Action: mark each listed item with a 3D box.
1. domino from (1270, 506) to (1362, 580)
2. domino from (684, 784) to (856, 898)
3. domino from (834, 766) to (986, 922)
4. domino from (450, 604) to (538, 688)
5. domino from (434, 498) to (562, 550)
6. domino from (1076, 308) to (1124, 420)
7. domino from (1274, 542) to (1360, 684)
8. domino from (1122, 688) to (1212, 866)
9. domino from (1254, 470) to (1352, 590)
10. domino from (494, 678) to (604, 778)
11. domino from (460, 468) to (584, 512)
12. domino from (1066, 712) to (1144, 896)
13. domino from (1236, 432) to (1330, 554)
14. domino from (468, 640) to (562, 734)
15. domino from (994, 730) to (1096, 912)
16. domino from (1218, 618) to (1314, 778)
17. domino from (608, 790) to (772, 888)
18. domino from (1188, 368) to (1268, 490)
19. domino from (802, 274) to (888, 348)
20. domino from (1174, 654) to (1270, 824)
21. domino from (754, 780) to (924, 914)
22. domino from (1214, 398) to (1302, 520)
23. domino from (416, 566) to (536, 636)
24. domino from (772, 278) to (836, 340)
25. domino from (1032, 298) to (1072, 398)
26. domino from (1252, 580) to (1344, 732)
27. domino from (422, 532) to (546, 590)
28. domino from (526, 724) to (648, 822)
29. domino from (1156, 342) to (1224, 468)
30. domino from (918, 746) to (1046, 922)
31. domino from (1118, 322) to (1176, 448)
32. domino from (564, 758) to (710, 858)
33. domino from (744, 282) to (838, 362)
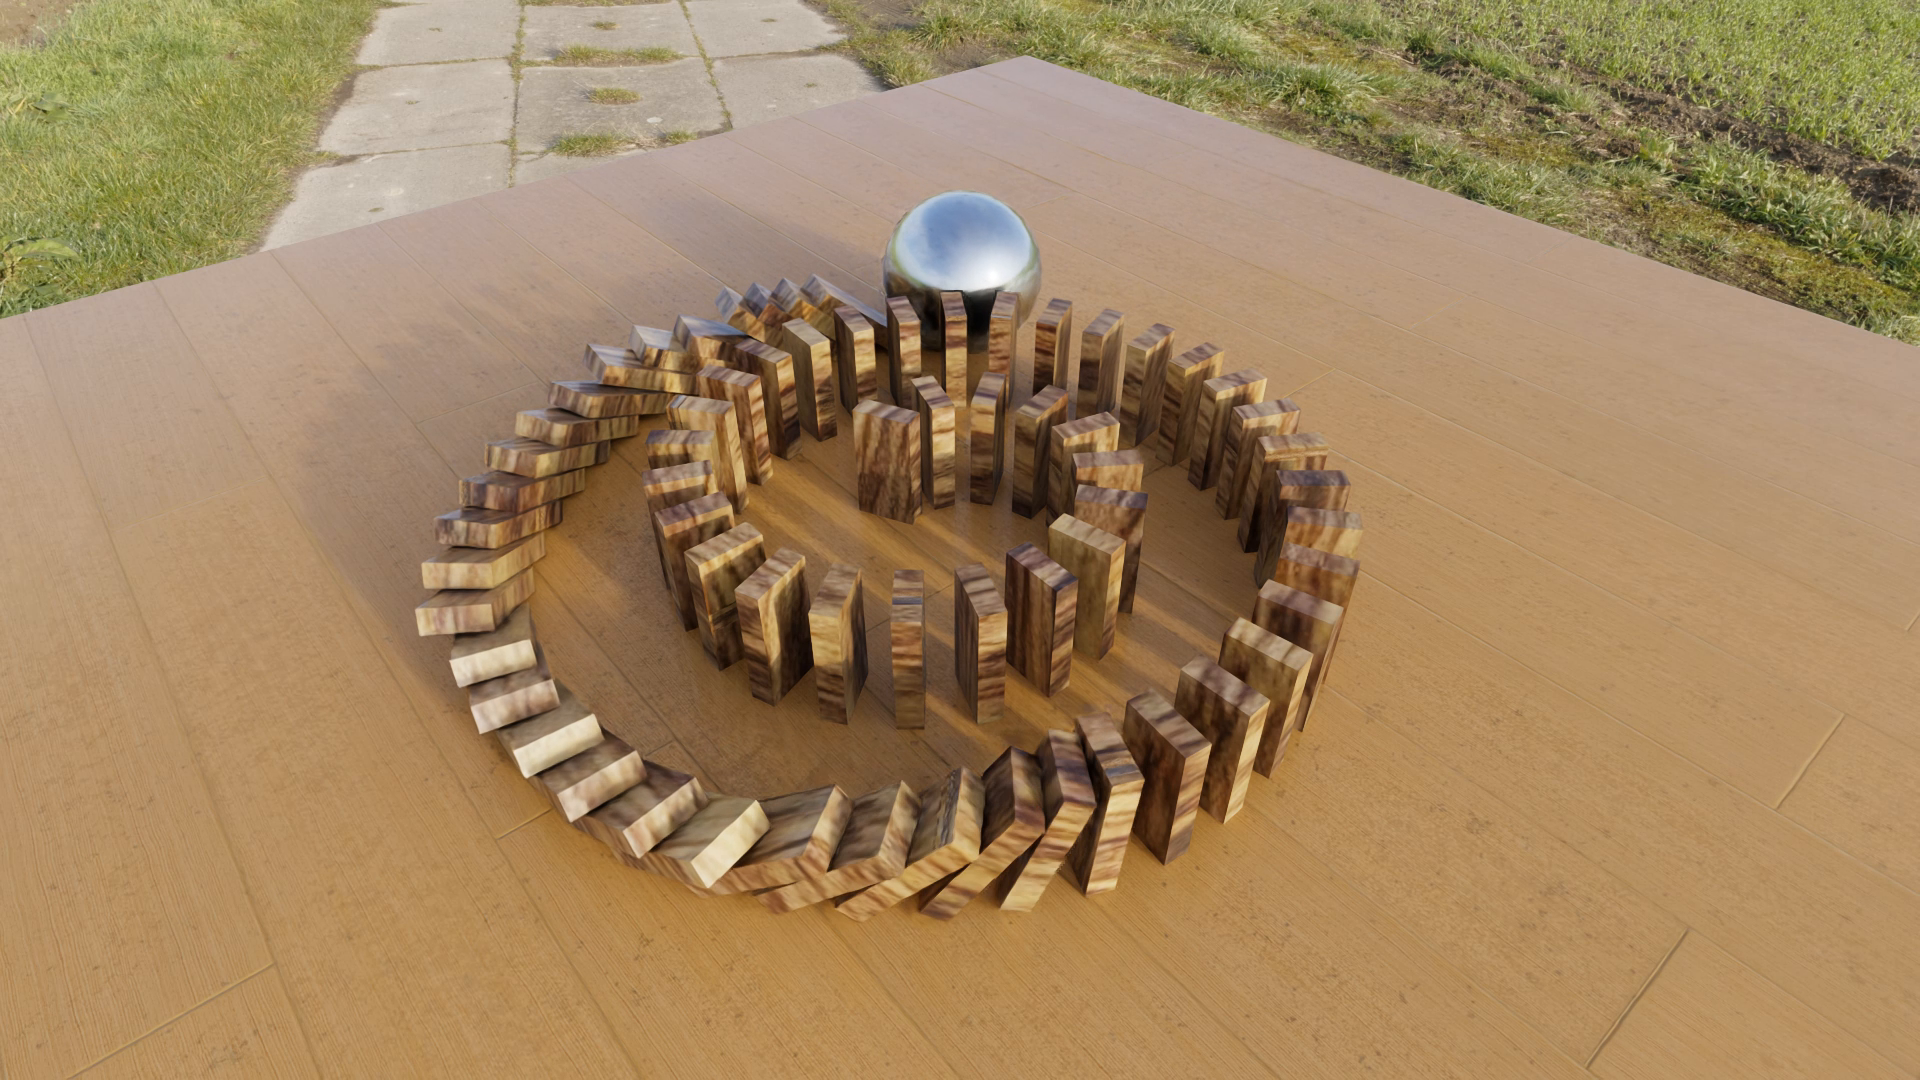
[{"bbox_3d":[0.126,0.012,0.397,0.025,0.050,0.010,7,40,8],"label":"domino"},{"bbox_3d":[-0.056,0.087,0.316,0.050,0.010,0.025,-20,28,33],"label":"domino"},{"bbox_3d":[-0.014,0.087,0.311,0.009,0.050,0.025,38,34,-22],"label":"domino"},{"bbox_3d":[-0.162,0.036,0.383,0.025,0.010,0.050,-16,16,-18],"label":"domino"},{"bbox_3d":[-0.182,-0.008,0.437,0.025,0.009,0.050,6,14,8],"label":"domino"},{"bbox_3d":[0.064,-0.078,0.506,0.009,0.050,0.025,20,43,23],"label":"domino"},{"bbox_3d":[0.119,0.026,0.380,0.025,0.050,0.010,16,42,19],"label":"domino"},{"bbox_3d":[0.059,0.071,0.325,0.009,0.050,0.025,-22,44,-25],"label":"domino"},{"bbox_3d":[0.128,-0.003,0.415,0.025,0.050,0.010,0,39,0],"label":"domino"},{"bbox_3d":[-0.134,0.059,0.354,0.025,0.009,0.050,-25,19,-27],"label":"domino"},{"bbox_3d":[-0.180,-0.023,0.455,0.025,0.010,0.050,8,15,10],"label":"domino"},{"bbox_3d":[0.039,0.077,0.317,0.009,0.050,0.025,-8,40,-17],"label":"domino"},{"bbox_3d":[0.127,-0.018,0.434,0.025,0.050,0.010,-5,40,-7],"label":"domino"},{"bbox_3d":[-0.150,0.048,0.368,0.025,0.010,0.050,-19,17,-21],"label":"domino"},{"bbox_3d":[0.022,0.080,0.313,0.010,0.050,0.025,11,37,-16],"label":"domino"},{"bbox_3d":[0.094,0.051,0.350,0.025,0.050,0.010,28,47,30],"label":"domino"},{"bbox_3d":[-0.080,0.085,0.320,0.050,0.010,0.025,-6,27,46],"label":"domino"},{"bbox_3d":[0.113,-0.047,0.468,0.025,0.050,0.009,-17,42,-19],"label":"domino"},{"bbox_3d":[-0.055,-0.116,0.561,0.050,0.009,0.025,24,21,-41],"label":"domino"},{"bbox_3d":[0.077,0.061,0.336,0.010,0.050,0.025,-30,48,-31],"label":"domino"},{"bbox_3d":[-0.035,0.088,0.313,0.050,0.010,0.025,-27,27,32],"label":"domino"},{"bbox_3d":[0.122,-0.033,0.451,0.025,0.050,0.009,-10,40,-12],"label":"domino"},{"bbox_3d":[-0.175,0.022,0.401,0.025,0.009,0.050,-4,14,-5],"label":"domino"},{"bbox_3d":[-0.069,-0.113,0.557,0.050,0.009,0.025,24,21,-41],"label":"domino"},{"bbox_3d":[0.043,-0.084,0.514,0.009,0.050,0.025,14,41,16],"label":"domino"},{"bbox_3d":[0.108,0.039,0.364,0.025,0.050,0.009,23,44,25],"label":"domino"},{"bbox_3d":[-0.180,0.007,0.418,0.025,0.009,0.050,0,14,0],"label":"domino"},{"bbox_3d":[-0.118,0.070,0.341,0.025,0.010,0.050,-28,20,-30],"label":"domino"},{"bbox_3d":[0.101,-0.059,0.484,0.025,0.050,0.009,-28,47,-30],"label":"domino"},{"bbox_3d":[0.005,0.084,0.311,0.009,0.050,0.025,25,35,-20],"label":"domino"},{"bbox_3d":[0.084,-0.070,0.496,0.010,0.050,0.025,27,46,29],"label":"domino"},{"bbox_3d":[-0.099,0.078,0.330,0.050,0.009,0.025,0,28,49],"label":"domino"},{"bbox_3d":[-0.083,-0.110,0.554,0.050,0.010,0.025,24,21,-41],"label":"domino"}]
